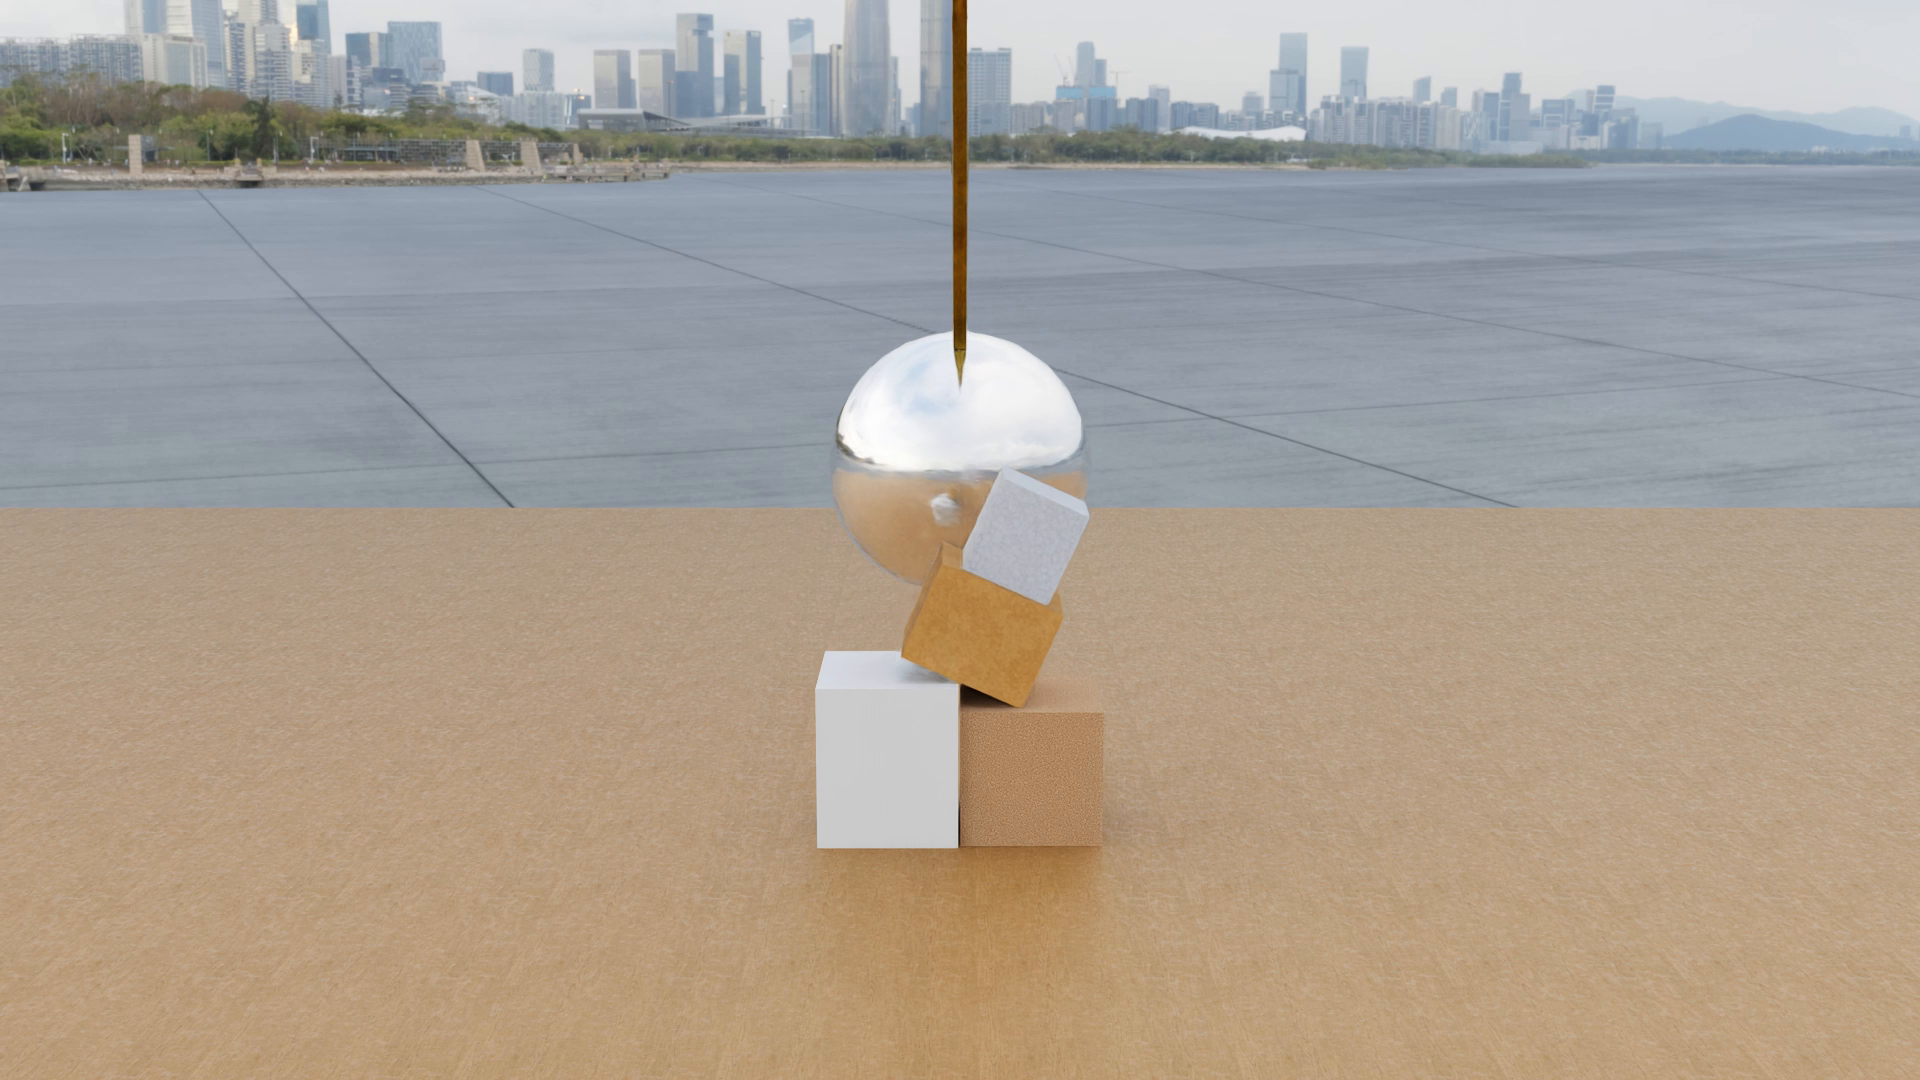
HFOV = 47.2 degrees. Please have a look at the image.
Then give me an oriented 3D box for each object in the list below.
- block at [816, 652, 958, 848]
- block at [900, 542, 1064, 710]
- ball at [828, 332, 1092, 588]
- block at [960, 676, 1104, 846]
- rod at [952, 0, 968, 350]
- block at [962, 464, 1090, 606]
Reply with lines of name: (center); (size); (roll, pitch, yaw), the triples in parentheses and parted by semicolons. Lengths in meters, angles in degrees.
block: (-0.363, 1.070, 11.379); (0.708, 0.823, 0.824); (0, 10, 0)
block: (0.111, 0.427, 11.263); (0.661, 0.521, 0.610); (24, 9, -4)
ball: (0.000, -0.471, 13.427); (1.600, 1.600, 1.600); (0, 10, 0)
block: (0.359, 1.134, 11.393); (0.716, 0.692, 0.749); (0, 10, 0)
rod: (0.000, -3.329, 11.586); (0.080, 5.200, 0.080); (0, 33, 0)
block: (0.330, -0.027, 11.175); (0.468, 0.498, 0.465); (24, 9, -4)
